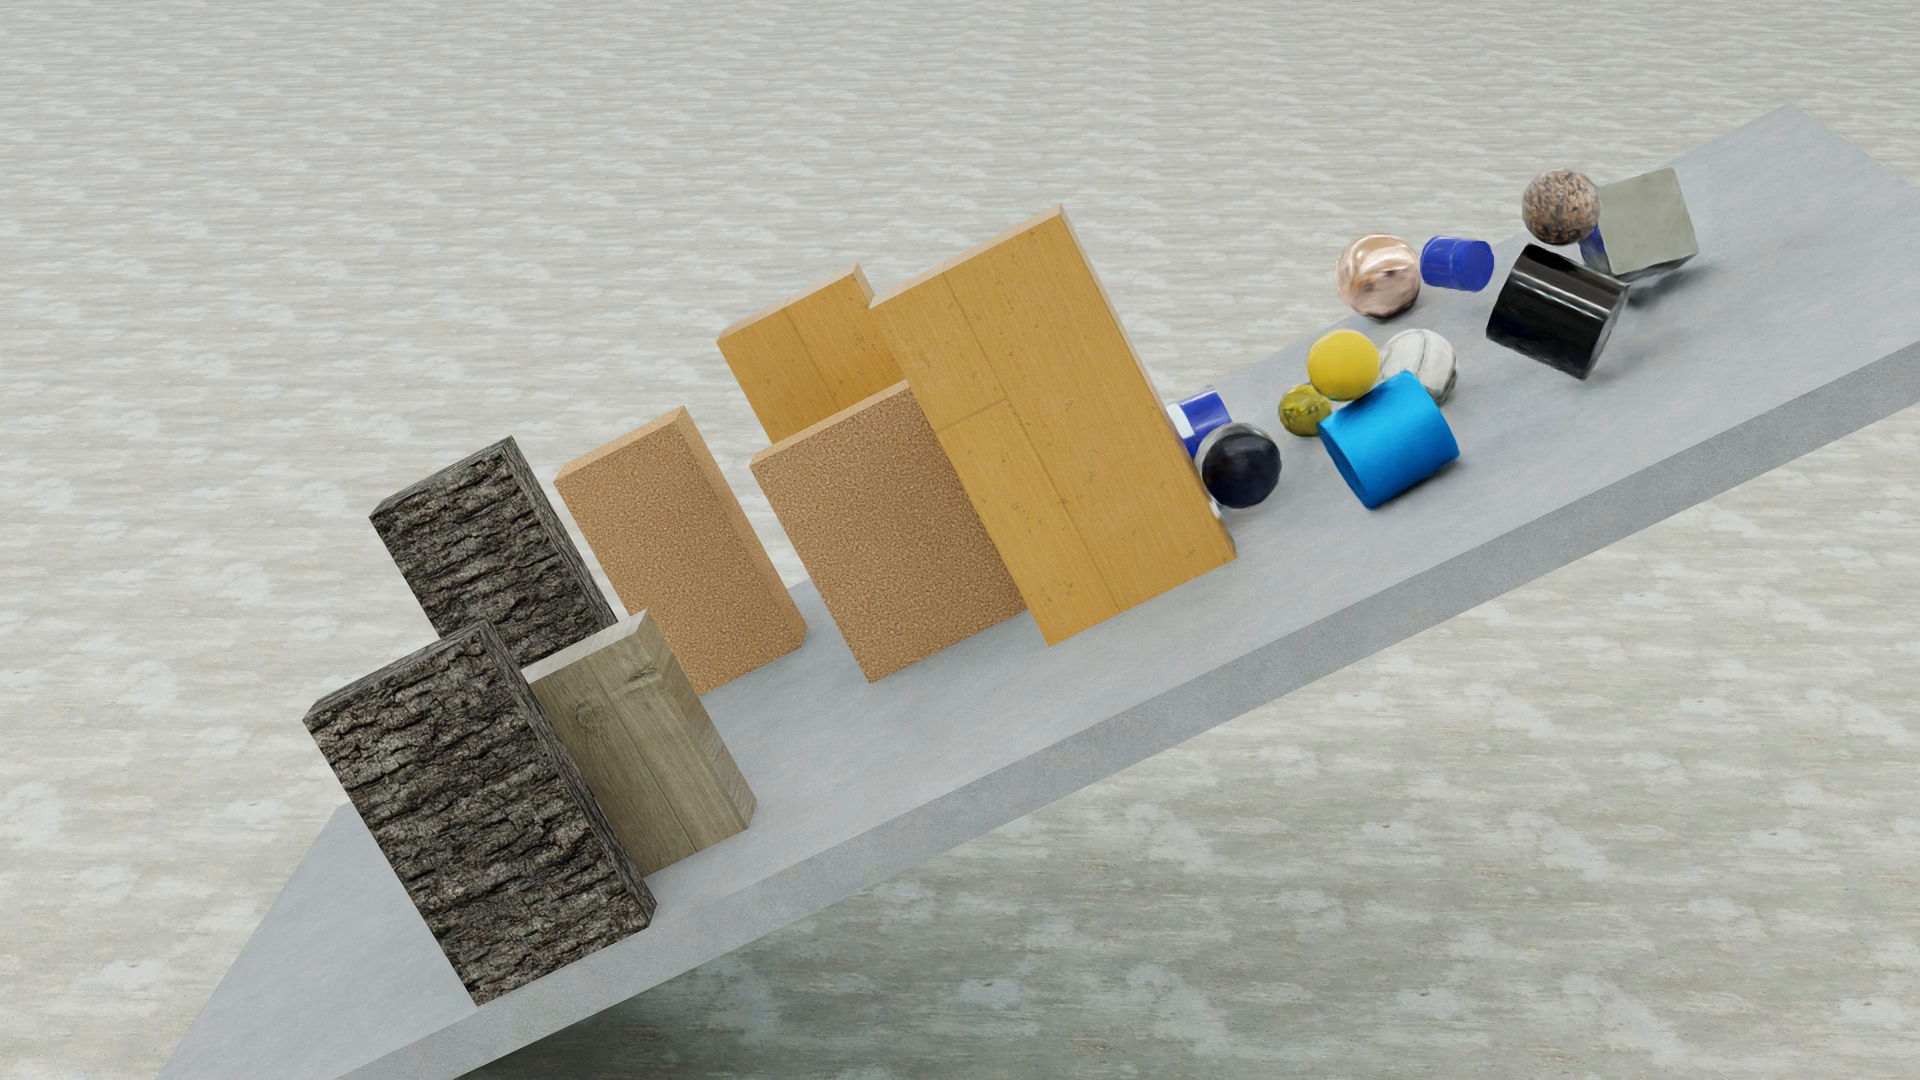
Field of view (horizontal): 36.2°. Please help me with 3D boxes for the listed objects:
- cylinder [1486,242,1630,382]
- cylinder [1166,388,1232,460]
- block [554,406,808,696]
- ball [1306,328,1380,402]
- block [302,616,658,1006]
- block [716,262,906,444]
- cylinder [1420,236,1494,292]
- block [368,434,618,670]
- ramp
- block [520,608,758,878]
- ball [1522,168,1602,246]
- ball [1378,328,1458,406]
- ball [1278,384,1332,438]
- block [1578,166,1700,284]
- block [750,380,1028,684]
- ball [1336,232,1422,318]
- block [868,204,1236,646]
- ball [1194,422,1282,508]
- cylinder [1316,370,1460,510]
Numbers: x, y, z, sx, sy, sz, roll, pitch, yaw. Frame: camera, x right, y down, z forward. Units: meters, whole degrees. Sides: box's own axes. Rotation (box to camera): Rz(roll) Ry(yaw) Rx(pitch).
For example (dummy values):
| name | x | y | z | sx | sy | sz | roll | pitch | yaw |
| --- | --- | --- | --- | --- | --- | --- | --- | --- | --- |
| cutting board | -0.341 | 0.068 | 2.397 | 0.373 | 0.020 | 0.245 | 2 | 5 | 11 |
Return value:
| name | x | y | z | sx | sy | sz | roll | pitch | yaw |
| --- | --- | --- | --- | --- | --- | --- | --- | --- | --- |
| cylinder | 1.153 | -0.441 | 5.682 | 0.204 | 0.204 | 0.204 | 26 | 24 | 15 |
| cylinder | 0.471 | -0.189 | 6.194 | 0.201 | 0.201 | 0.201 | -22 | 20 | -5 |
| block | -0.641 | 0.036 | 6.793 | 0.319 | 0.602 | 0.149 | -26 | 14 | 10 |
| ball | 0.729 | -0.332 | 5.587 | 0.140 | 0.140 | 0.140 | 0 | 17 | 0 |
| block | -0.889 | 0.509 | 5.479 | 0.372 | 0.643 | 0.108 | -26 | 14 | 10 |
| block | -0.203 | -0.197 | 6.470 | 0.336 | 0.749 | 0.121 | -26 | 14 | 10 |
| cylinder | 1.096 | -0.609 | 6.484 | 0.114 | 0.114 | 0.114 | -16 | 20 | -42 |
| block | -1.080 | 0.141 | 7.088 | 0.361 | 0.687 | 0.148 | -26 | 14 | 10 |
| ramp | 0.140 | 0.167 | 6.281 | 4.000 | 0.100 | 2.000 | -26 | 14 | 10 |
| block | -0.691 | 0.434 | 5.771 | 0.406 | 0.451 | 0.145 | -26 | 14 | 10 |
| ball | 1.159 | -0.642 | 5.671 | 0.152 | 0.152 | 0.152 | 0 | 17 | 0 |
| ball | 0.939 | -0.350 | 6.034 | 0.167 | 0.167 | 0.167 | 0 | 17 | 0 |
| ball | 0.736 | -0.276 | 6.270 | 0.115 | 0.115 | 0.115 | 0 | 17 | 0 |
| block | 1.372 | -0.632 | 5.997 | 0.182 | 0.182 | 0.182 | -16 | -6 | -2 |
| block | -0.144 | -0.019 | 6.166 | 0.379 | 0.535 | 0.099 | -26 | 14 | 10 |
| ball | 0.977 | -0.615 | 6.849 | 0.199 | 0.199 | 0.199 | 0 | 17 | 0 |
| block | 0.186 | -0.220 | 5.762 | 0.412 | 0.766 | 0.109 | -26 | 14 | 10 |
| ball | 0.568 | -0.153 | 6.017 | 0.178 | 0.178 | 0.178 | 0 | 17 | 0 |
| cylinder | 0.816 | -0.191 | 5.616 | 0.195 | 0.195 | 0.195 | -32 | 20 | 0 |
